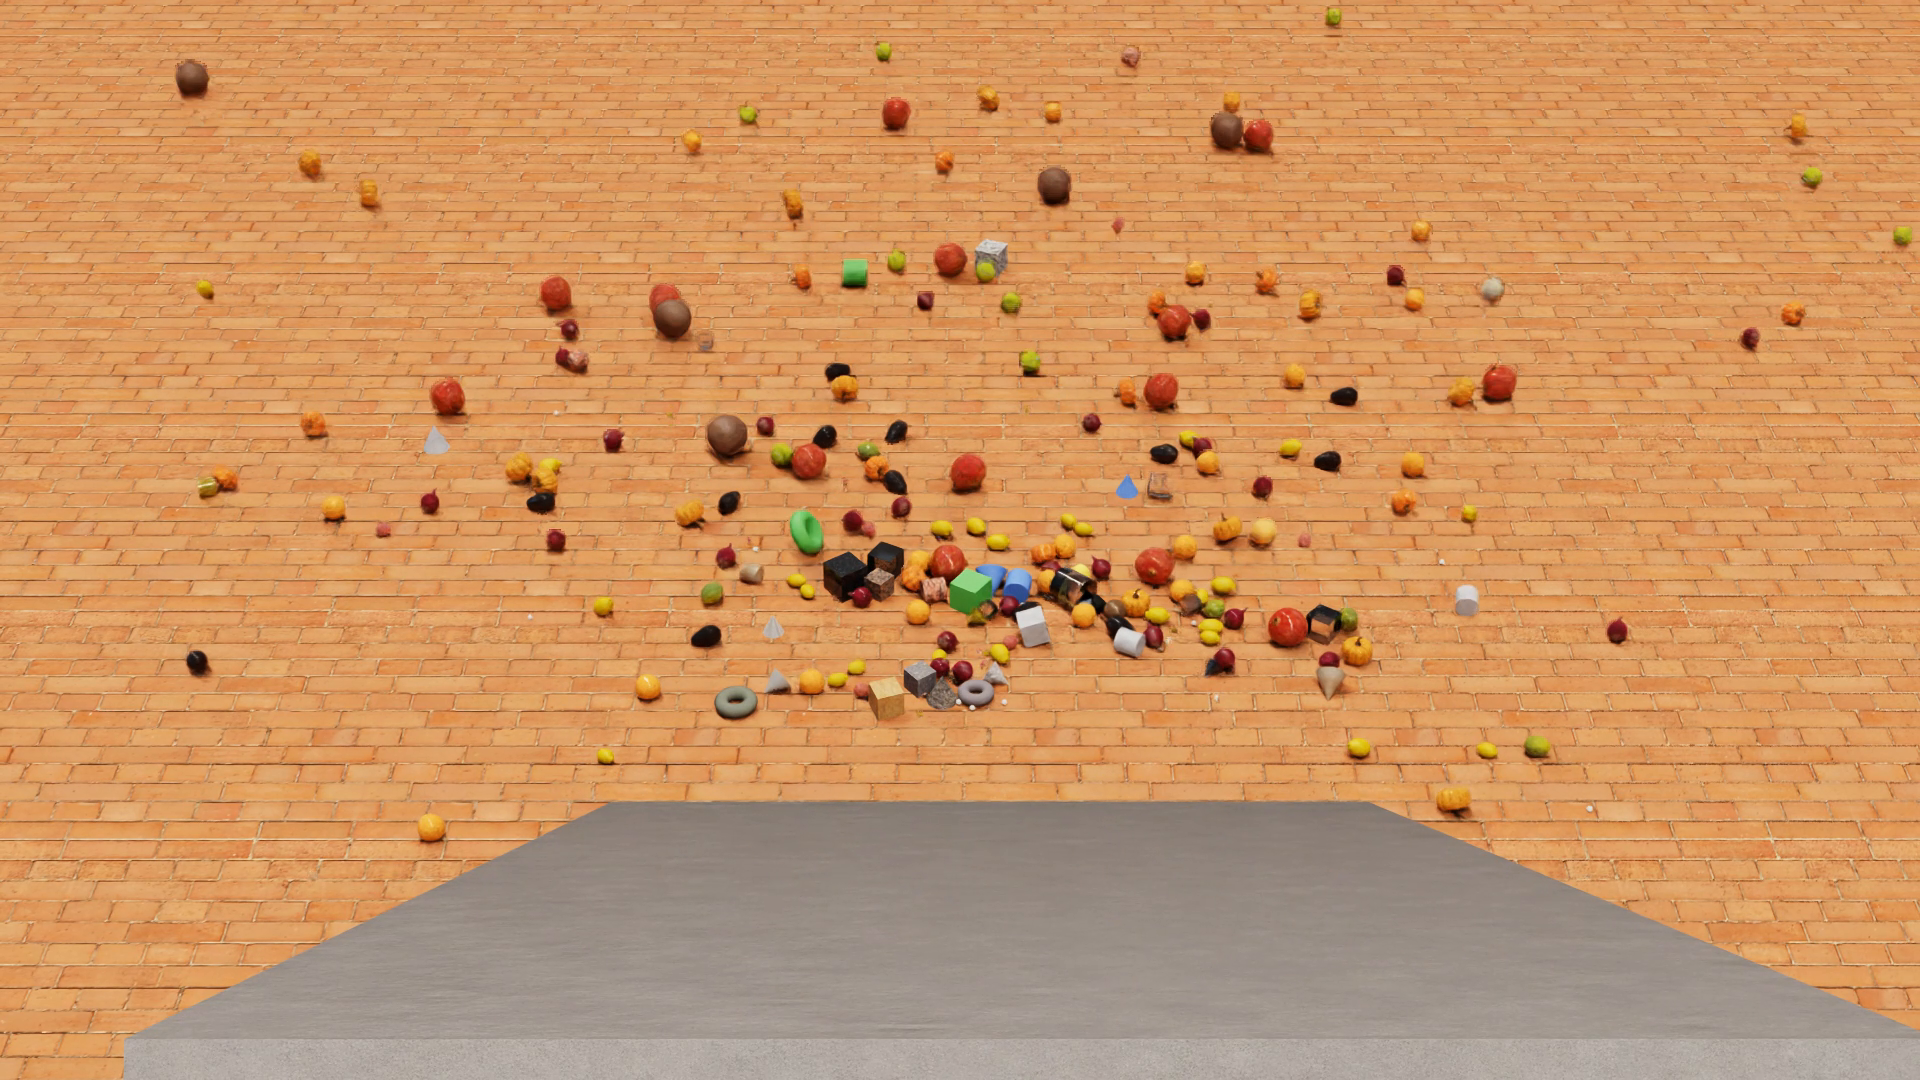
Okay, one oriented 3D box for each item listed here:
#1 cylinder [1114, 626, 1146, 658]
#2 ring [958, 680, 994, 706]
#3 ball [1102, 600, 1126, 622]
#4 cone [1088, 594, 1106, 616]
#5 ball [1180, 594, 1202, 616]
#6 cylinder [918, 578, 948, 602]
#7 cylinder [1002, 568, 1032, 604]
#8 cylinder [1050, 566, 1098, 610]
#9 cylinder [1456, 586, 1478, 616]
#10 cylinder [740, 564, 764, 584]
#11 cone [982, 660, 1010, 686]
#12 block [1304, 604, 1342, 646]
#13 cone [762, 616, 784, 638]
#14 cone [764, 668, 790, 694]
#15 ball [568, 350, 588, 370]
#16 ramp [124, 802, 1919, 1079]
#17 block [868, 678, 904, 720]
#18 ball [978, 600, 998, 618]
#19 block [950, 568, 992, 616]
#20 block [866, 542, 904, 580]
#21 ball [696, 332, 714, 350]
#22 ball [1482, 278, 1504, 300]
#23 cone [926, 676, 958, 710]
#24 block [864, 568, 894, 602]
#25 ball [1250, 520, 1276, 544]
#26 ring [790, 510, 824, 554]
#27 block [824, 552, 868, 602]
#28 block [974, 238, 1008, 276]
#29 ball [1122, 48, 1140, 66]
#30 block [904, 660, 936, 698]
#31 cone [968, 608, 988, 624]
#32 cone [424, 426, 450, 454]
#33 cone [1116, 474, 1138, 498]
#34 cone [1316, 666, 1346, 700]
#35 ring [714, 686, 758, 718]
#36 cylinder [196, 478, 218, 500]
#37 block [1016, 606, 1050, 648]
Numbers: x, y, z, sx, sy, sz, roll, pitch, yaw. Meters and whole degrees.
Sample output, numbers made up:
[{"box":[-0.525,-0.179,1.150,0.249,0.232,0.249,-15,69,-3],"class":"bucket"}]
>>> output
[{"box":[0.490,0.294,7.493,0.070,0.070,0.070,19,40,24],"class":"cylinder"},{"box":[0.045,0.431,7.331,0.106,0.035,0.106,0,33,0],"class":"ring"},{"box":[0.454,0.208,7.612,0.070,0.070,0.070,0,36,0],"class":"ball"},{"box":[0.395,0.204,7.653,0.065,0.065,0.065,-48,51,-11],"class":"cone"},{"box":[0.678,0.189,7.643,0.066,0.066,0.066,0,36,0],"class":"ball"},{"box":[-0.079,0.147,7.699,0.069,0.069,0.069,-2,34,-21],"class":"cylinder"},{"box":[0.171,0.137,7.705,0.077,0.077,0.077,5,36,7],"class":"cylinder"},{"box":[0.336,0.143,7.677,0.100,0.100,0.100,29,44,34],"class":"cylinder"},{"box":[1.493,0.179,7.656,0.066,0.066,0.066,5,36,7],"class":"cylinder"},{"box":[-0.623,0.101,7.778,0.051,0.051,0.051,15,38,19],"class":"cylinder"},{"box":[0.110,0.392,7.387,0.072,0.072,0.072,34,41,1],"class":"cone"},{"box":[1.055,0.246,7.554,0.075,0.075,0.075,24,42,30],"class":"block"},{"box":[-0.545,0.243,7.570,0.063,0.063,0.063,0,36,0],"class":"cone"},{"box":[-0.530,0.412,7.359,0.074,0.074,0.074,-41,47,-8],"class":"cone"},{"box":[-1.285,-0.605,8.742,0.070,0.070,0.070,0,36,0],"class":"ball"},{"box":[0.078,0.670,4.861,2.000,0.100,4.000,0,-2,0],"class":"ramp"},{"box":[-0.206,0.444,7.275,0.078,0.078,0.078,-13,37,-17],"class":"block"},{"box":[0.081,0.203,7.631,0.056,0.056,0.056,0,36,0],"class":"ball"},{"box":[0.032,0.156,7.668,0.089,0.089,0.089,21,41,27],"class":"block"},{"box":[-0.223,0.067,7.800,0.080,0.080,0.080,19,40,24],"class":"block"},{"box":[-0.868,-0.678,8.858,0.061,0.061,0.061,0,36,0],"class":"ball"},{"box":[1.870,-0.882,9.130,0.076,0.076,0.076,0,36,0],"class":"ball"},{"box":[-0.050,0.415,7.308,0.088,0.088,0.088,0,36,0],"class":"cone"},{"box":[-0.240,0.134,7.721,0.064,0.064,0.064,24,42,30],"class":"block"},{"box":[0.925,-0.024,7.930,0.077,0.077,0.077,0,36,0],"class":"ball"},{"box":[-0.465,-0.023,7.890,0.047,0.140,0.140,-21,27,26],"class":"ring"},{"box":[-0.340,0.110,7.728,0.095,0.095,0.095,-24,42,-29],"class":"block"},{"box":[0.112,-1.010,9.296,0.090,0.090,0.090,14,38,19],"class":"block"},{"box":[0.699,-1.982,10.667,0.075,0.075,0.075,0,36,0],"class":"ball"},{"box":[-0.113,0.394,7.356,0.066,0.066,0.066,-24,42,-30],"class":"block"},{"box":[0.059,0.235,7.613,0.057,0.057,0.057,27,35,-9],"class":"cone"},{"box":[-1.688,-0.334,8.356,0.085,0.085,0.085,0,36,0],"class":"cone"},{"box":[0.525,-0.179,8.152,0.071,0.071,0.071,0,36,0],"class":"cone"},{"box":[1.045,0.417,7.346,0.089,0.089,0.089,7,63,9],"class":"cone"},{"box":[-0.629,0.454,7.294,0.122,0.041,0.122,-1,36,1],"class":"ring"},{"box":[-2.358,-0.160,8.139,0.053,0.053,0.053,-15,38,-17],"class":"cylinder"},{"box":[0.212,0.252,7.531,0.076,0.076,0.076,-16,36,2],"class":"block"}]
